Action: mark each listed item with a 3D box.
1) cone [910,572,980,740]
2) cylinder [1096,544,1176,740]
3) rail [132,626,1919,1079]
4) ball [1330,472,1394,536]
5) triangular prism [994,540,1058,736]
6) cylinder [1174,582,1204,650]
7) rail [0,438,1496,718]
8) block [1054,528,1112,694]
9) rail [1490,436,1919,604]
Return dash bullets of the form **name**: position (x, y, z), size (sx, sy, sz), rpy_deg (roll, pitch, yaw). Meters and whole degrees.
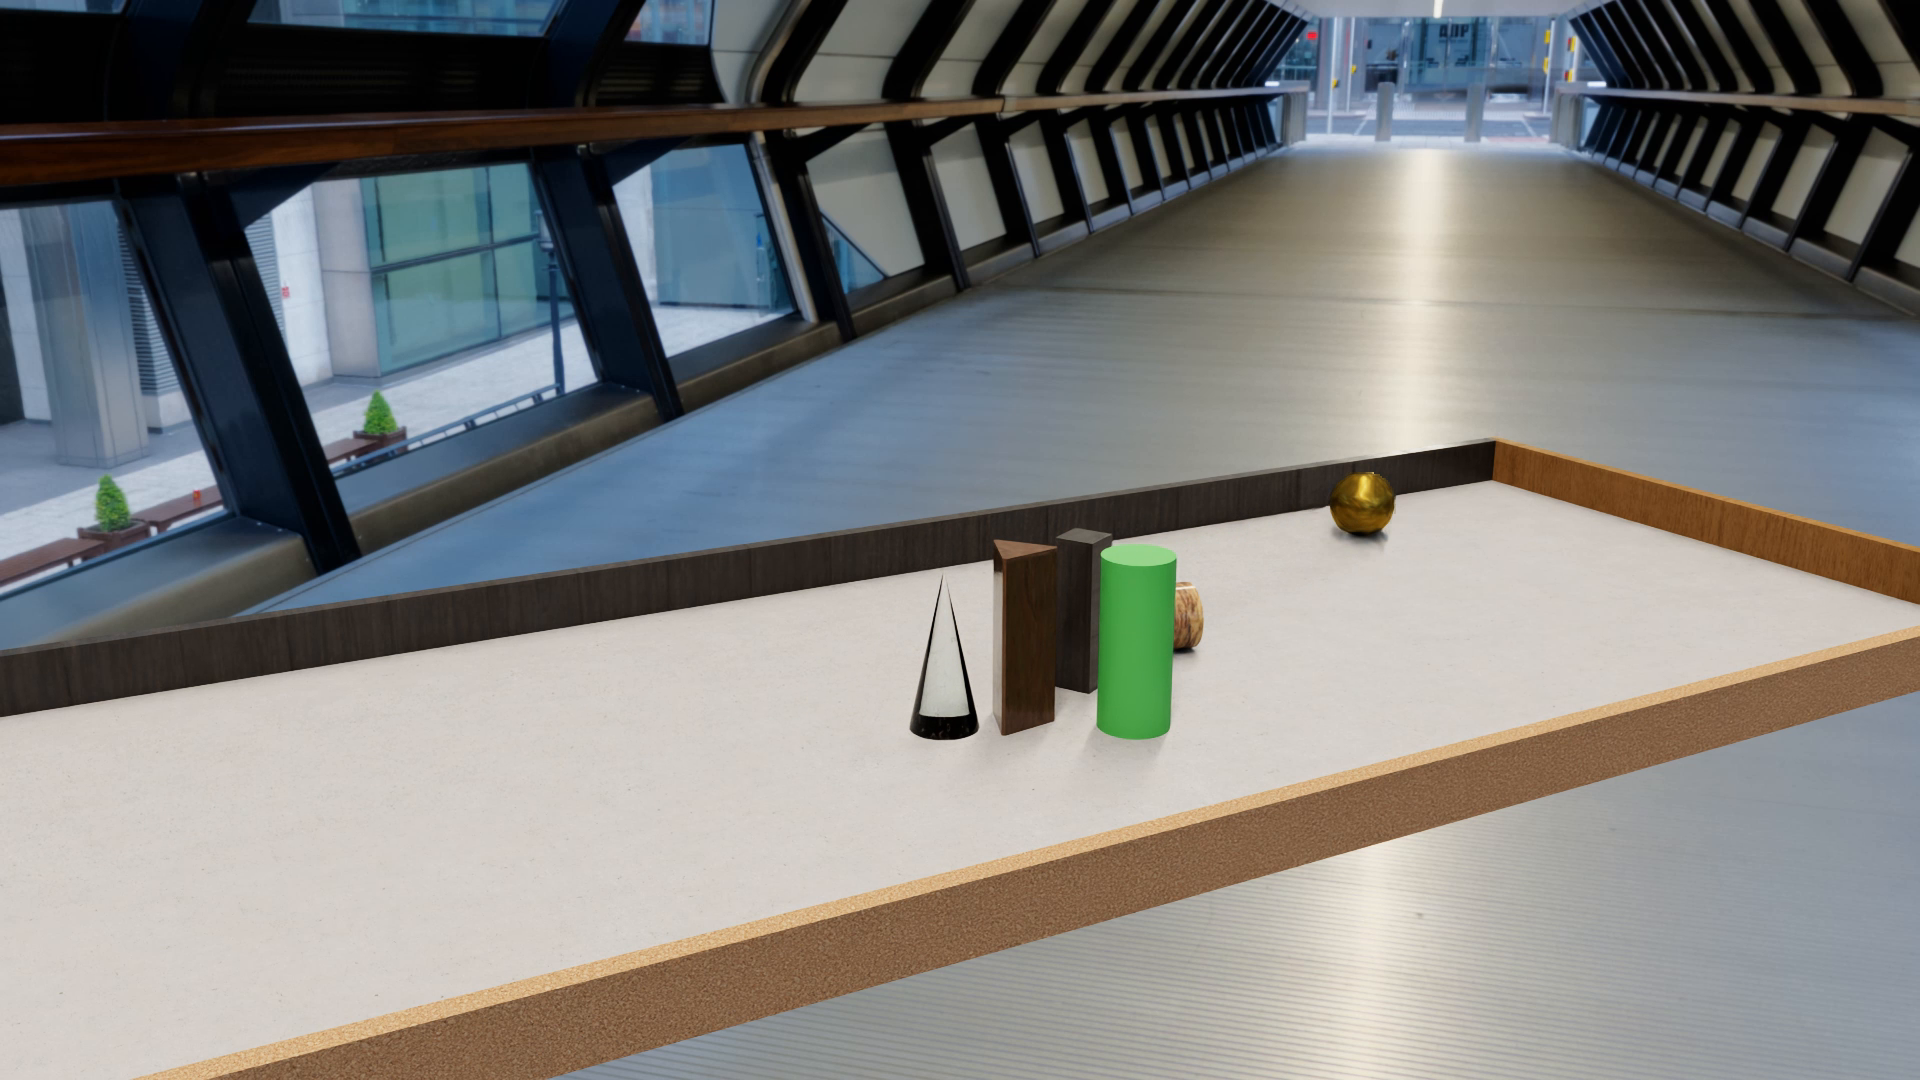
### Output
- **cone**: position (-0.037, 0.251, 3.813), size (0.166, 0.388, 0.166), rpy_deg (0, 16, 0)
- **cylinder**: position (0.407, 0.234, 3.817), size (0.173, 0.418, 0.173), rpy_deg (0, 16, 0)
- **rail**: position (-2.336, 1.006, 1.665), size (12.000, 0.150, 0.050), rpy_deg (-9, 18, -27)
- **ball**: position (1.312, -0.115, 5.382), size (0.206, 0.206, 0.206), rpy_deg (0, 16, 0)
- **triangular prism**: position (0.121, 0.220, 3.849), size (0.155, 0.428, 0.134), rpy_deg (-12, 20, -35)
- **cylinder**: position (0.442, 0.212, 4.325), size (0.348, 0.175, 0.175), rpy_deg (-5, 17, -16)
- **rail**: position (-3.305, 0.497, 3.399), size (12.000, 0.150, 0.050), rpy_deg (-9, 18, -27)
- **block**: position (0.302, 0.175, 4.076), size (0.103, 0.386, 0.103), rpy_deg (10, 19, 31)
- **rail**: position (2.466, -0.048, 5.253), size (0.050, 0.150, 2.100), rpy_deg (-9, 18, -27)
